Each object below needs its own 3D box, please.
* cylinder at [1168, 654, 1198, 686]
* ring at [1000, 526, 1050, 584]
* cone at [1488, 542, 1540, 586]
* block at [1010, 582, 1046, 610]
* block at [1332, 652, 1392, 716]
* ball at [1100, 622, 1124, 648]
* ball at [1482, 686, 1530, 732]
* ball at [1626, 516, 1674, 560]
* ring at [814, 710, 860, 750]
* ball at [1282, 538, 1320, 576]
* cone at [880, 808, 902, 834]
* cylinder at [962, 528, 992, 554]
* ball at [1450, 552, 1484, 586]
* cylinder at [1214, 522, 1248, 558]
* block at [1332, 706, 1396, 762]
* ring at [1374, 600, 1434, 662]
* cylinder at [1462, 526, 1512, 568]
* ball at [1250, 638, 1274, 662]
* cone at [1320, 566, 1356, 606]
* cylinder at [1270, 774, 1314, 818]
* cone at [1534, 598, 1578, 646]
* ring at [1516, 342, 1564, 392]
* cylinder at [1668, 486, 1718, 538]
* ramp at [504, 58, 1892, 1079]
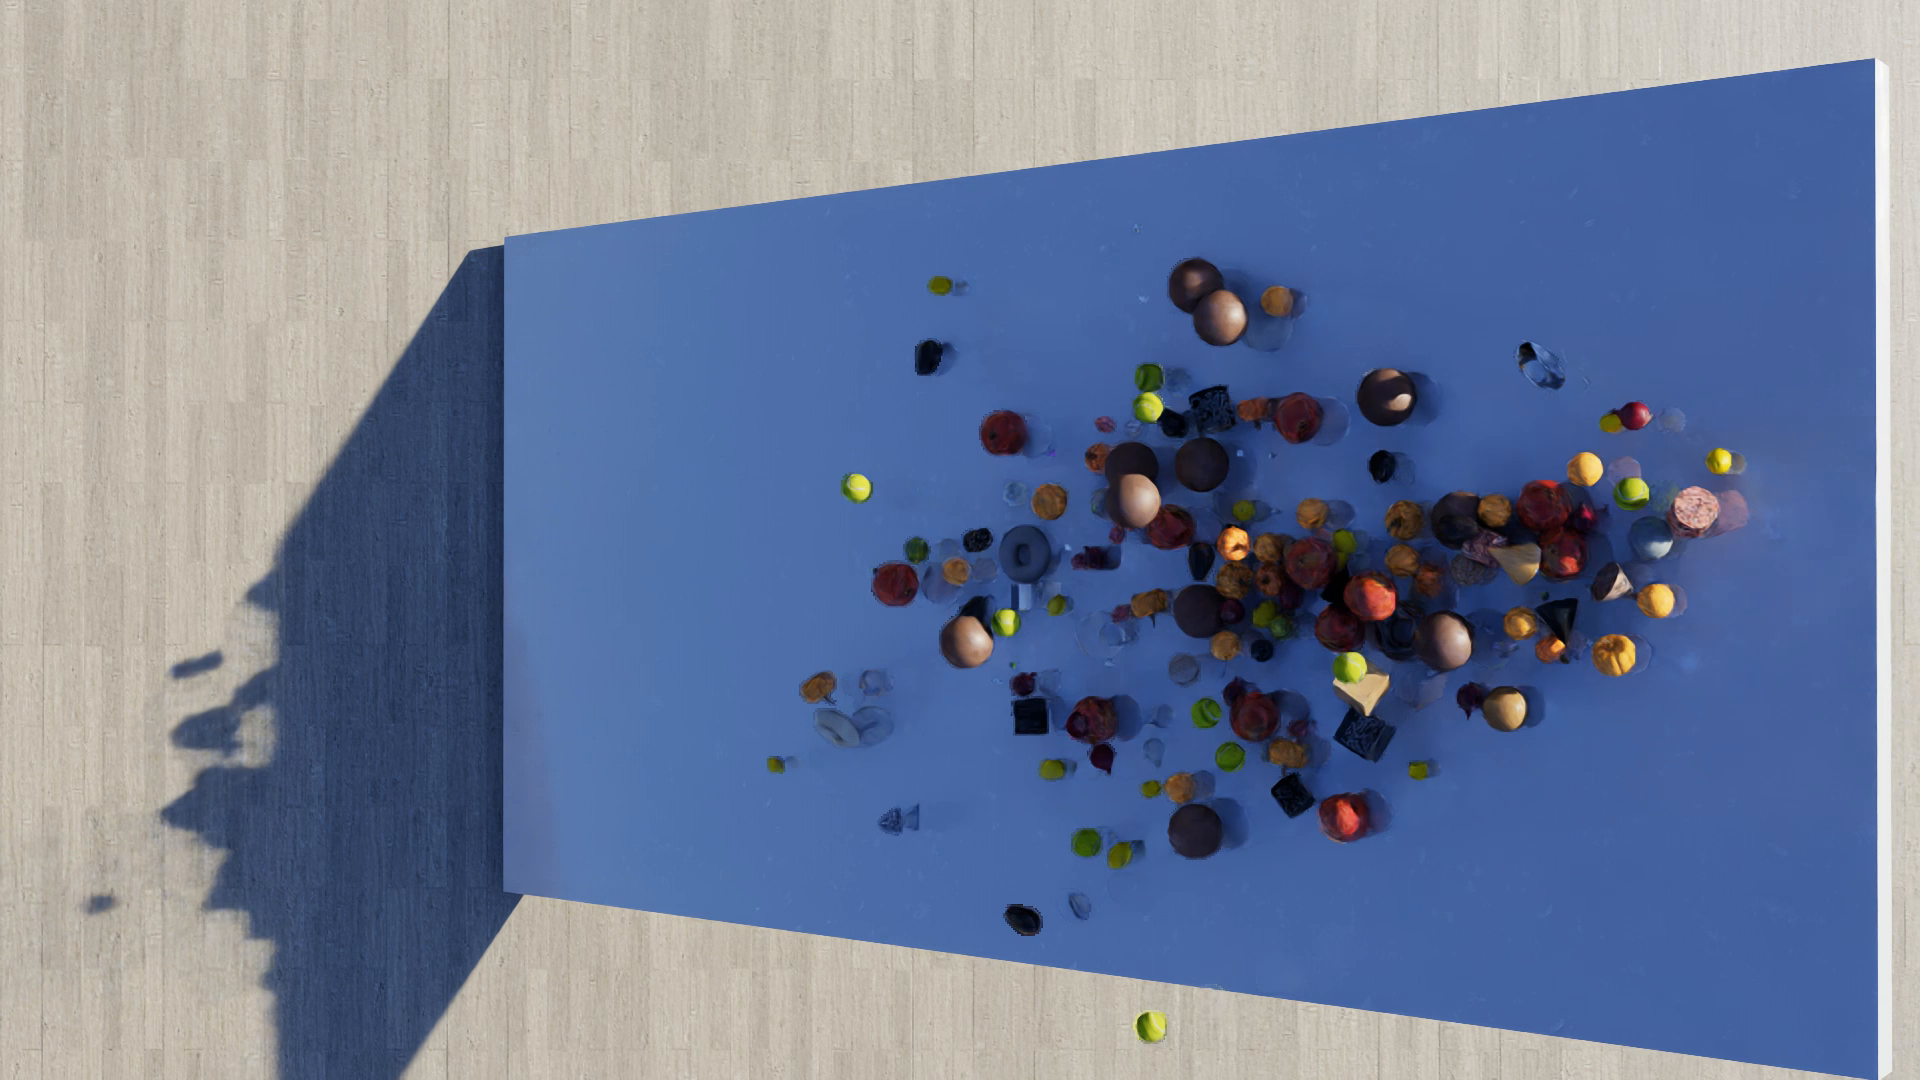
[{"bbox_3d":[0.528,0.306,5.194,0.069,0.069,0.069,-1,81,9],"label":"cylinder"},{"bbox_3d":[0.162,0.036,5.506,0.146,0.049,0.146,-1,88,36],"label":"ring"},{"bbox_3d":[1.149,0.034,4.620,0.098,0.098,0.098,19,90,-18],"label":"cone"},{"bbox_3d":[0.171,0.140,5.489,0.063,0.063,0.063,-5,87,37],"label":"block"},{"bbox_3d":[0.879,0.317,4.812,0.087,0.087,0.087,37,81,23],"label":"block"},{"bbox_3d":[0.369,0.231,5.339,0.062,0.062,0.062,0,90,0],"label":"ball"},{"bbox_3d":[1.168,0.362,4.709,0.098,0.098,0.098,0,90,0],"label":"ball"},{"bbox_3d":[1.420,-0.004,4.525,0.091,0.091,0.091,0,90,0],"label":"ball"},{"bbox_3d":[-0.325,0.501,5.819,0.136,0.136,0.045,37,65,0],"label":"ring"},{"bbox_3d":[0.777,0.040,5.016,0.084,0.084,0.084,0,90,0],"label":"ball"},{"bbox_3d":[-0.171,0.722,5.733,0.061,0.061,0.061,20,110,0],"label":"cone"},{"bbox_3d":[0.044,0.002,5.523,0.054,0.054,0.054,7,77,-31],"label":"cylinder"},{"bbox_3d":[1.101,0.063,4.777,0.074,0.074,0.074,0,90,0],"label":"ball"},{"bbox_3d":[0.633,0.001,5.141,0.060,0.060,0.060,30,111,0],"label":"cylinder"},{"bbox_3d":[0.896,0.429,4.871,0.087,0.087,0.087,33,96,30],"label":"block"},{"bbox_3d":[0.985,0.203,4.881,0.141,0.047,0.141,1,91,38],"label":"ring"},{"bbox_3d":[1.120,0.014,4.674,0.072,0.072,0.072,-13,114,-32],"label":"cylinder"},{"bbox_3d":[0.699,0.256,5.093,0.054,0.054,0.054,0,90,0],"label":"ball"},{"bbox_3d":[0.848,0.093,4.876,0.082,0.082,0.082,11,105,0],"label":"cone"},{"bbox_3d":[0.761,0.586,5.031,0.073,0.073,0.073,-35,64,0],"label":"cylinder"},{"bbox_3d":[1.260,0.181,4.607,0.093,0.093,0.093,-8,73,0],"label":"cone"},{"bbox_3d":[1.225,-0.365,4.642,0.124,0.124,0.041,45,121,0],"label":"ring"},{"bbox_3d":[1.479,-0.055,4.441,0.085,0.085,0.085,-2,76,7],"label":"cylinder"},{"bbox_3d":[0.230,0.065,5.548,4.000,0.100,2.000,0,89,37],"label":"ramp"}]
